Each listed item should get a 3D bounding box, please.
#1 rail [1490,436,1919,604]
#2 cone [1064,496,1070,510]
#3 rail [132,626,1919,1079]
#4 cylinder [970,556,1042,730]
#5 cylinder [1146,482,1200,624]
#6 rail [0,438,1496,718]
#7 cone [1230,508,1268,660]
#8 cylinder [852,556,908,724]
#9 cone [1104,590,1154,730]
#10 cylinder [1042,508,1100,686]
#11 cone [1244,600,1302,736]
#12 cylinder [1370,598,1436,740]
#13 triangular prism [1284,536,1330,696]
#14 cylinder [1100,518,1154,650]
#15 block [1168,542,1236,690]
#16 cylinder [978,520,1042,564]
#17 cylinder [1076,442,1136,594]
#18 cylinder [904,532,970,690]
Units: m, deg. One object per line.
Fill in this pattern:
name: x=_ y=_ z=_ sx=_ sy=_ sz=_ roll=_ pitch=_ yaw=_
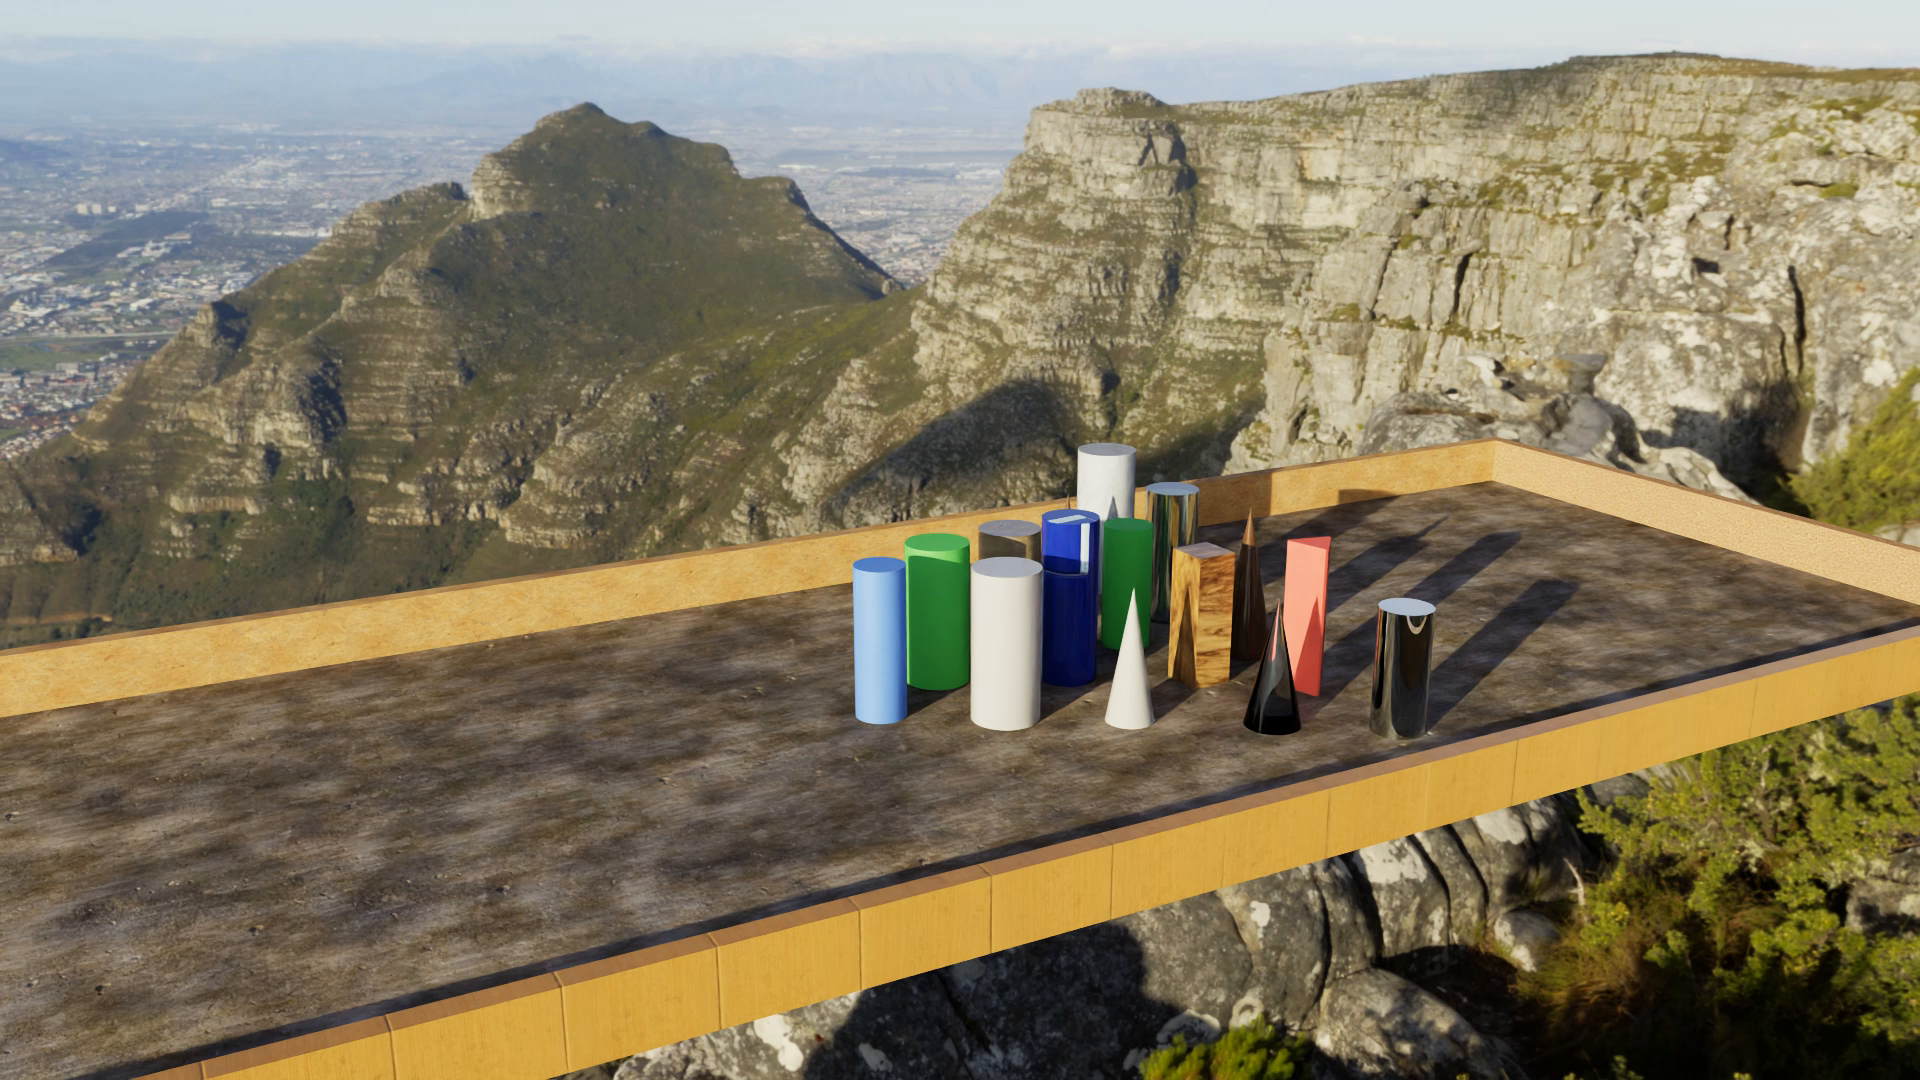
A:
rail: x=2.466 y=-0.048 z=5.253 sx=0.050 sy=0.150 sz=2.100 roll=-9 pitch=18 yaw=-27
cone: x=0.297 y=0.044 z=4.567 sx=0.135 sy=0.360 sz=0.135 roll=0 pitch=16 yaw=0
rail: x=-2.336 y=1.006 z=1.665 sx=12.000 sy=0.150 sz=0.050 roll=-9 pitch=18 yaw=-27
cylinder: x=0.108 y=0.242 z=3.871 sx=0.167 sy=0.373 sz=0.167 roll=0 pitch=16 yaw=0
cylinder: x=0.584 y=0.036 z=4.575 sx=0.145 sy=0.370 sz=0.145 roll=0 pitch=16 yaw=0
rail: x=-3.305 y=0.497 z=3.399 sx=12.000 sy=0.150 sz=0.050 roll=-9 pitch=18 yaw=-27
cone: x=0.750 y=0.104 z=4.303 sx=0.146 sy=0.394 sz=0.146 roll=0 pitch=16 yaw=0
cylinder: x=-0.187 y=0.236 z=3.887 sx=0.124 sy=0.374 sz=0.124 roll=0 pitch=16 yaw=0
cone: x=0.402 y=0.267 z=3.861 sx=0.118 sy=0.330 sz=0.118 roll=0 pitch=16 yaw=0
cylinder: x=0.273 y=0.144 z=4.118 sx=0.144 sy=0.421 sz=0.144 roll=0 pitch=16 yaw=0
cone: x=0.735 y=0.284 z=3.838 sx=0.136 sy=0.310 sz=0.136 roll=0 pitch=16 yaw=0
cylinder: x=1.020 y=0.297 z=3.808 sx=0.127 sy=0.302 sz=0.127 roll=0 pitch=16 yaw=0
triangular prism: x=0.873 y=0.182 z=4.066 sx=0.098 sy=0.377 sz=0.113 roll=-16 pitch=23 yaw=-43
cylinder: x=0.443 y=0.117 z=4.375 sx=0.130 sy=0.328 sz=0.130 roll=0 pitch=16 yaw=0
block: x=0.602 y=0.188 z=4.115 sx=0.108 sy=0.338 sz=0.108 roll=-10 pitch=19 yaw=-29
cylinder: x=0.130 y=0.122 z=4.370 sx=0.166 sy=0.321 sz=0.166 roll=0 pitch=16 yaw=0
cylinder: x=0.427 y=-0.065 z=4.841 sx=0.169 sy=0.413 sz=0.169 roll=0 pitch=16 yaw=0
cylinder: x=-0.056 y=0.177 z=4.114 sx=0.162 sy=0.359 sz=0.162 roll=0 pitch=16 yaw=0
